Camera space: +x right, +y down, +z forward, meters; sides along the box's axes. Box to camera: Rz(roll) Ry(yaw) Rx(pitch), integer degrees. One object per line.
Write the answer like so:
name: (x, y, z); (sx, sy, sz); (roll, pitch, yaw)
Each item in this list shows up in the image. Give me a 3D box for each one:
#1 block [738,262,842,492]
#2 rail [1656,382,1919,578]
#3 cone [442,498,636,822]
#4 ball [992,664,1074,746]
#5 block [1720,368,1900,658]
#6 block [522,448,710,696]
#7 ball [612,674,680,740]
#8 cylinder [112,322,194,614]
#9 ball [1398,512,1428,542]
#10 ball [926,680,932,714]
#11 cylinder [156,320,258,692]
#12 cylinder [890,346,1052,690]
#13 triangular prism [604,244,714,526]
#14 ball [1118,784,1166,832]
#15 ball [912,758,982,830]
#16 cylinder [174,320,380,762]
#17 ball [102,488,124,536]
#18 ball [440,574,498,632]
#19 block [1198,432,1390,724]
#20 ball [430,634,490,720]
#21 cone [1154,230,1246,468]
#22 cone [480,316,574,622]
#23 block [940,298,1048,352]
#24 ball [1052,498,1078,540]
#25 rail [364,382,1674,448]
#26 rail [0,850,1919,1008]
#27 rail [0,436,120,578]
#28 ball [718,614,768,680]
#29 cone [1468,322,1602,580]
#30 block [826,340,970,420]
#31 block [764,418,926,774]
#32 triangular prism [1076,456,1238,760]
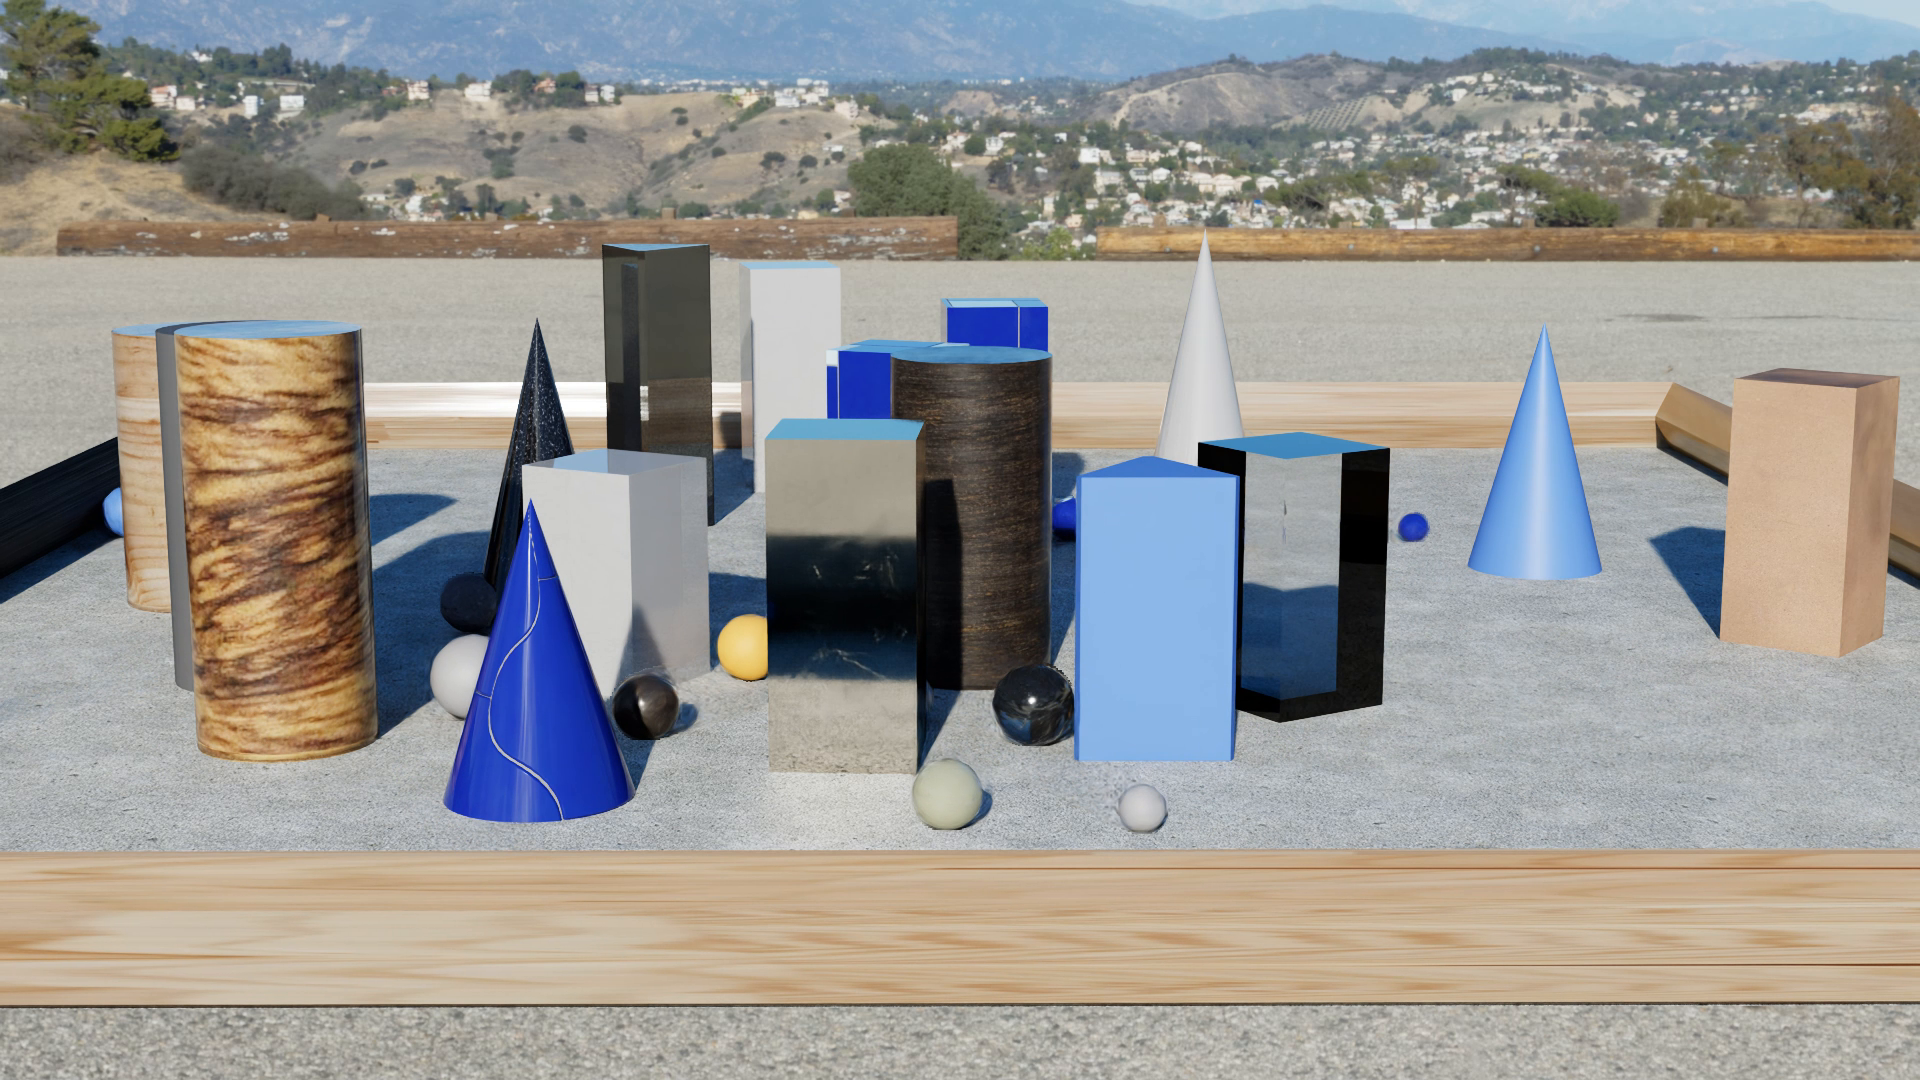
block: (-0.295, -0.286, 4.464); (0.154, 0.383, 0.154); (-2, 11, -12)
rail: (1.349, 0.031, 3.457); (0.045, 0.125, 2.961); (0, 11, 0)
cone: (-0.424, 0.107, 2.560); (0.193, 0.305, 0.193); (0, 11, 0)
ball: (0.080, 0.178, 2.773); (0.089, 0.089, 0.089); (0, 11, 0)
block: (1.079, -0.039, 3.259); (0.154, 0.336, 0.154); (8, 13, 38)
block: (-0.407, 0.037, 3.052); (0.154, 0.263, 0.154); (6, 12, 29)
ball: (-0.342, 0.181, 2.796); (0.072, 0.072, 0.072); (0, 11, 0)
cylinder: (-1.046, -0.102, 3.502); (0.193, 0.372, 0.193); (0, 11, 0)
ball: (0.697, -0.019, 3.949); (0.046, 0.046, 0.046); (0, 11, 0)
ball: (-0.063, 0.174, 2.855); (0.065, 0.065, 0.065); (0, 11, 0)
cylinder: (-0.844, -0.042, 3.049); (0.193, 0.420, 0.193); (0, 11, 0)
cylinder: (0.014, -0.030, 3.077); (0.193, 0.386, 0.193); (0, 11, 0)
triangular prism: (-0.499, -0.238, 4.030); (0.145, 0.446, 0.167); (7, 12, 32)
ball: (0.175, 0.257, 2.459); (0.047, 0.047, 0.047); (0, 11, 0)
ball: (-0.012, 0.245, 2.470); (0.068, 0.068, 0.068); (0, 11, 0)
cylinder: (-0.732, -0.003, 2.759); (0.193, 0.448, 0.193); (0, 11, 0)
ball: (-1.294, -0.044, 3.991); (0.080, 0.080, 0.080); (0, 11, 0)
ball: (-0.636, 0.082, 3.325); (0.074, 0.074, 0.074); (0, 11, 0)
block: (0.379, 0.039, 2.946); (0.154, 0.298, 0.154); (-7, 13, -33)
ball: (-0.545, 0.154, 2.878); (0.096, 0.096, 0.096); (0, 11, 0)
cone: (0.401, -0.284, 4.239); (0.193, 0.460, 0.193); (0, 11, 0)
cone: (-0.559, -0.101, 3.427); (0.193, 0.397, 0.193); (0, 11, 0)
block: (0.052, -0.191, 4.010); (0.154, 0.361, 0.154); (-1, 11, -4)
ball: (0.172, -0.033, 3.962); (0.067, 0.067, 0.067); (0, 11, 0)
rail: (-0.008, -0.234, 4.881); (2.746, 0.125, 0.045); (0, 11, 0)
rail: (0.008, 0.298, 2.017); (2.746, 0.125, 0.045); (0, 11, 0)
rail: (-1.349, 0.034, 3.441); (0.045, 0.125, 2.961); (0, 11, 0)
ball: (-0.250, 0.128, 3.066); (0.079, 0.079, 0.079); (0, 11, 0)
cone: (0.842, -0.138, 3.727); (0.193, 0.360, 0.193); (0, 11, 0)
block: (-0.087, -0.110, 3.656); (0.154, 0.331, 0.154); (4, 11, 21)
block: (-0.118, 0.056, 2.710); (0.154, 0.350, 0.154); (1, 11, 3)
triangular prism: (0.206, 0.071, 2.760); (0.167, 0.304, 0.145); (0, 11, 0)
